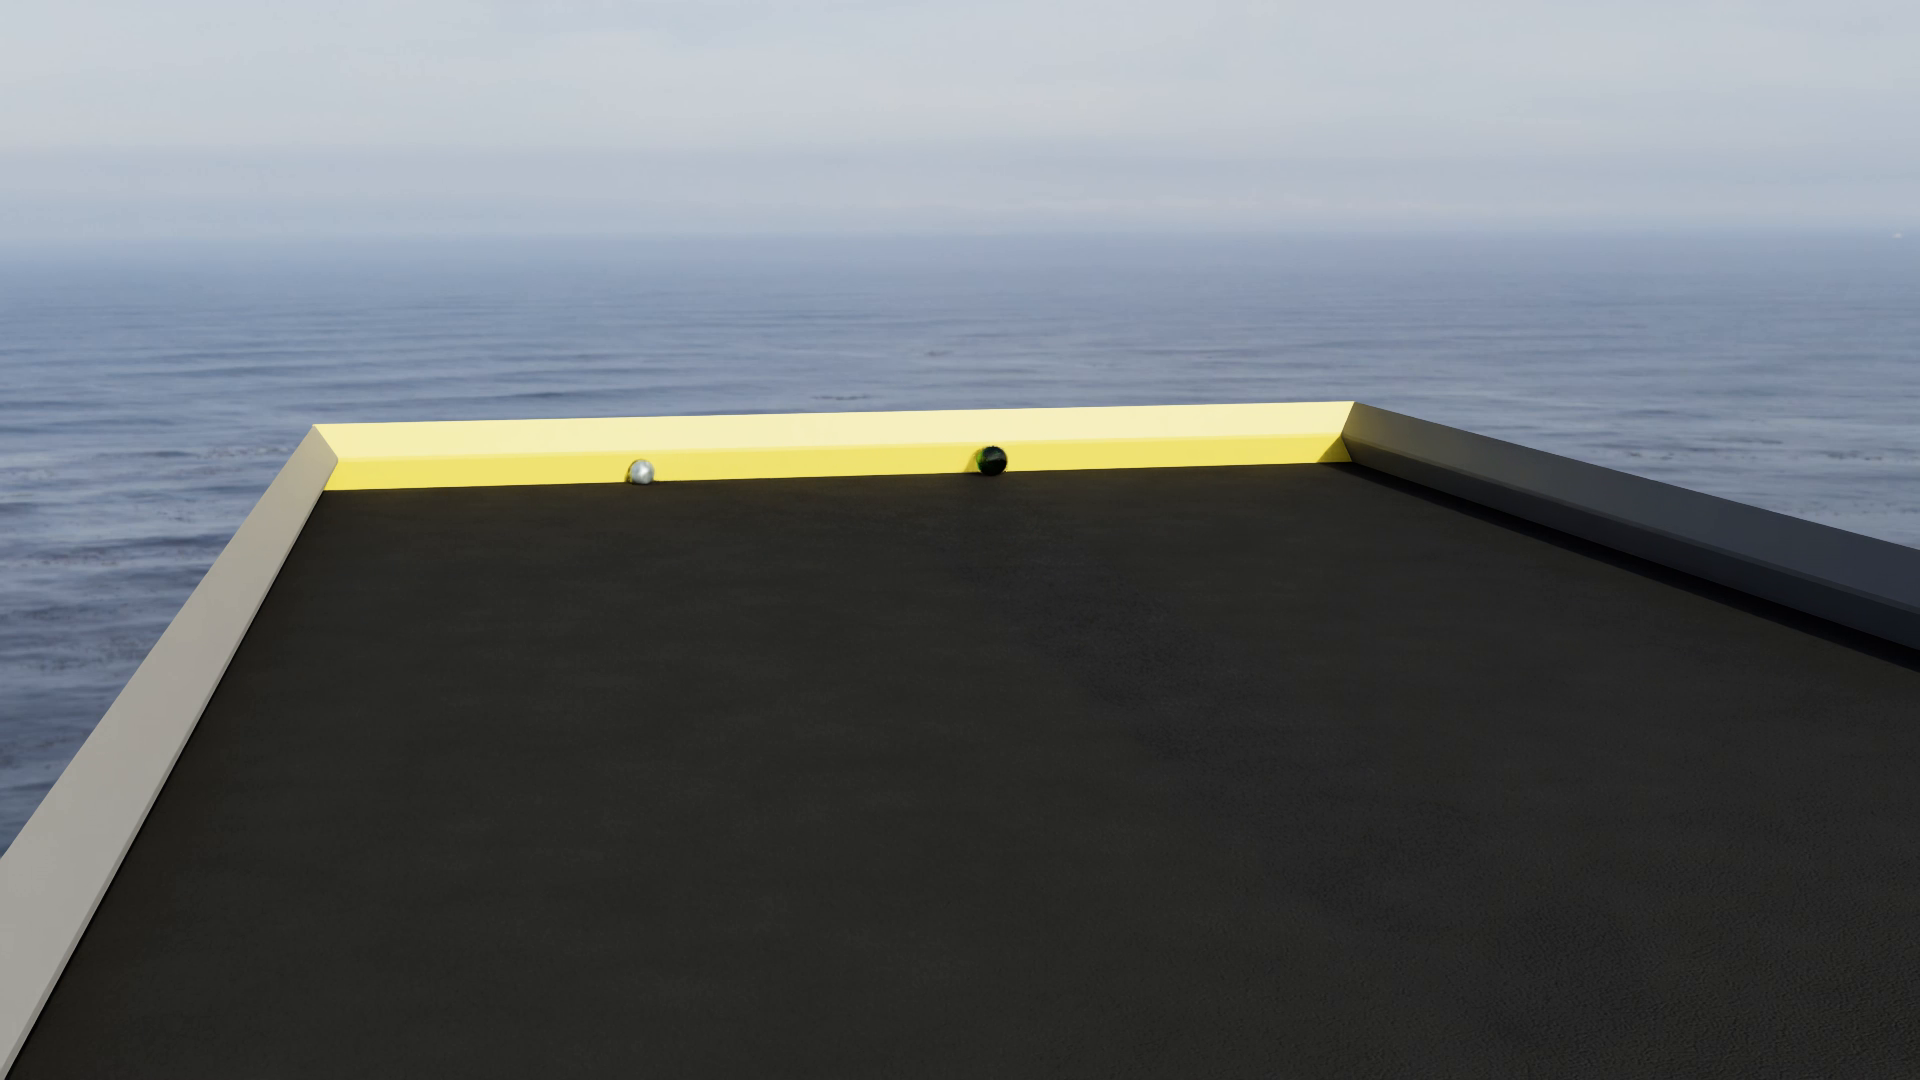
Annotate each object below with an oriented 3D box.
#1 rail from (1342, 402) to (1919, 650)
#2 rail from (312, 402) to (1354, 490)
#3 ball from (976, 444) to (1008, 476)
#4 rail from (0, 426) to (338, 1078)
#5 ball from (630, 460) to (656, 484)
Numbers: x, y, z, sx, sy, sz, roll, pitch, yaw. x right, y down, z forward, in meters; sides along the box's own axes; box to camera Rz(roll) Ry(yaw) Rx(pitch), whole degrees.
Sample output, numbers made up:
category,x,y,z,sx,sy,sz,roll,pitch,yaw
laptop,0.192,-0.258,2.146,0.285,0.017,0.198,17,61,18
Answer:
category,x,y,z,sx,sy,sz,roll,pitch,yaw
rail,1.175,0.086,2.636,0.045,0.121,3.837,-2,10,-12
rail,-0.192,-0.184,4.264,2.046,0.121,0.045,-2,10,-12
ball,0.063,-0.155,4.281,0.060,0.060,0.060,0,9,0
rail,-0.782,0.153,2.232,0.045,0.121,3.837,-2,10,-12
ball,-0.600,-0.128,4.158,0.048,0.048,0.048,0,9,0
